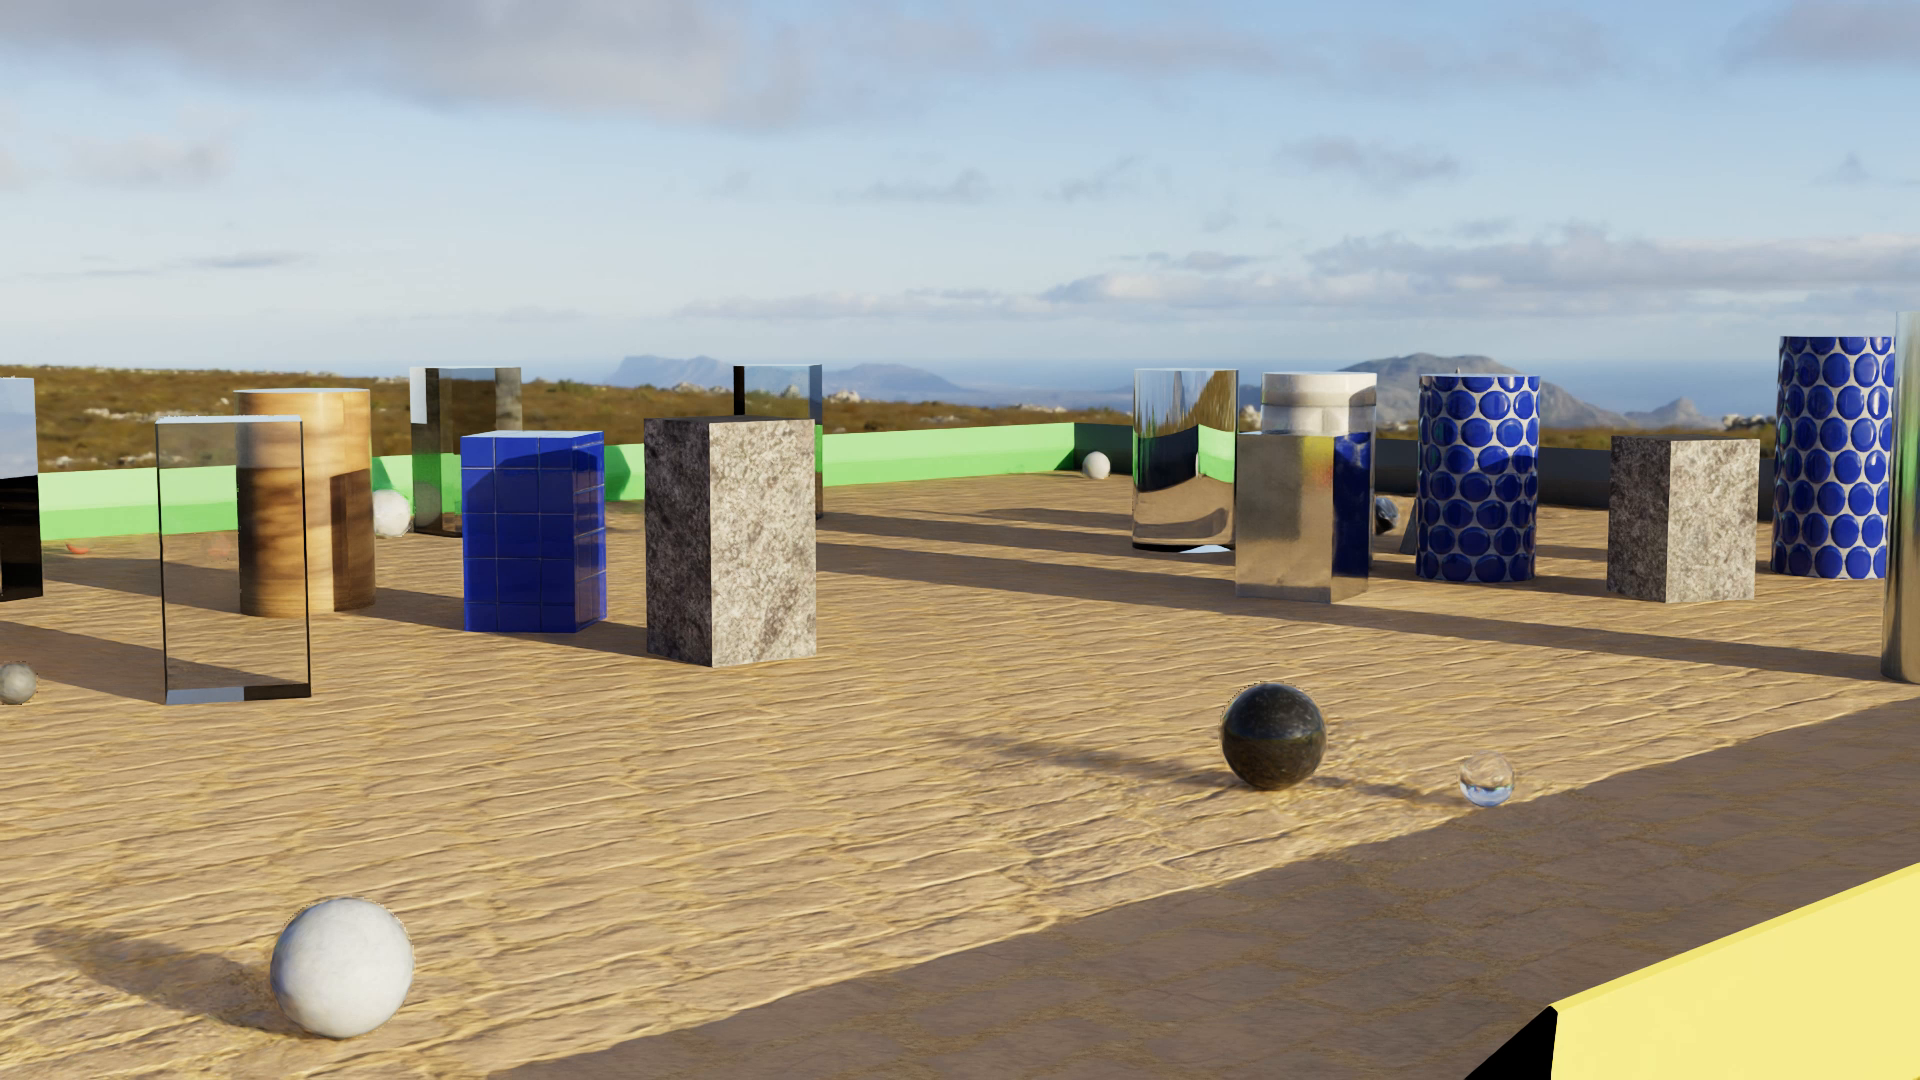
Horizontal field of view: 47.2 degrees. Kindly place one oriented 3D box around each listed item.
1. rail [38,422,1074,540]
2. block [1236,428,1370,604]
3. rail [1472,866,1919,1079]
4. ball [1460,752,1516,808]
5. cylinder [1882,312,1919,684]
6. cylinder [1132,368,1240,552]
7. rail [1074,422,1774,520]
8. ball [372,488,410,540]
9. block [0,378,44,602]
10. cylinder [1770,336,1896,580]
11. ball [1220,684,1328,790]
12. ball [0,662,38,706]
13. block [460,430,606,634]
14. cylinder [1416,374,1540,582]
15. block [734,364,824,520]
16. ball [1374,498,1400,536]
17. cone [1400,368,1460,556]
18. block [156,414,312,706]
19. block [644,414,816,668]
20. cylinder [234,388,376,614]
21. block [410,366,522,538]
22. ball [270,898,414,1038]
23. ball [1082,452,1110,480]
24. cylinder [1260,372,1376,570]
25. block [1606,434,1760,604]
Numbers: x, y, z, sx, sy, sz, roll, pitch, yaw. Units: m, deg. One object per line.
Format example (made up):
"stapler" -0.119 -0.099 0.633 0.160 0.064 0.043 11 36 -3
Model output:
"rail" -1.274 -0.110 4.705 4.385 0.129 0.045 -5 8 -42
"block" 0.538 -0.041 3.444 0.158 0.255 0.158 4 7 31
"rail" 1.274 0.177 1.958 4.385 0.129 0.045 -5 8 -42
"ball" 0.474 0.216 1.978 0.049 0.049 0.049 0 6 0
"cylinder" 1.228 -0.053 2.654 0.198 0.444 0.198 0 6 0
"cylinder" 0.424 -0.153 4.139 0.198 0.335 0.198 0 6 0
"rail" 1.594 -0.119 4.795 0.045 0.129 3.806 -5 8 -42
"ball" -1.122 -0.050 4.290 0.099 0.099 0.099 0 6 0
"block" -1.539 -0.077 3.383 0.158 0.340 0.158 3 7 25
"cylinder" 1.489 -0.145 3.736 0.198 0.401 0.198 0 6 0
"ball" 0.292 0.183 2.050 0.099 0.099 0.099 0 6 0
"ball" -1.070 0.163 2.489 0.048 0.048 0.048 0 6 0
"block" -0.602 -0.015 3.118 0.158 0.271 0.158 1 6 7
"cylinder" 0.869 -0.108 3.693 0.198 0.337 0.198 0 6 0
"block" -0.384 -0.206 4.667 0.158 0.330 0.158 1 6 7
"ball" 0.835 -0.047 4.370 0.075 0.075 0.075 0 6 0
"cone" 0.911 -0.149 4.043 0.198 0.345 0.198 0 6 0
"block" -0.849 0.018 2.571 0.158 0.319 0.158 -2 6 -18
"block" -0.298 -0.004 2.846 0.158 0.306 0.158 -5 8 -39
"cylinder" -0.989 -0.063 3.324 0.198 0.325 0.198 0 6 0
"block" -0.988 -0.180 4.410 0.158 0.332 0.158 -6 8 -44
"ball" -0.379 0.263 1.351 0.085 0.085 0.085 0 6 0
"ball" 0.360 -0.196 5.804 0.074 0.074 0.074 0 6 0
"cylinder" 0.622 -0.122 3.832 0.198 0.337 0.198 0 6 0
"block" 1.130 -0.037 3.444 0.158 0.248 0.158 -2 6 -17
